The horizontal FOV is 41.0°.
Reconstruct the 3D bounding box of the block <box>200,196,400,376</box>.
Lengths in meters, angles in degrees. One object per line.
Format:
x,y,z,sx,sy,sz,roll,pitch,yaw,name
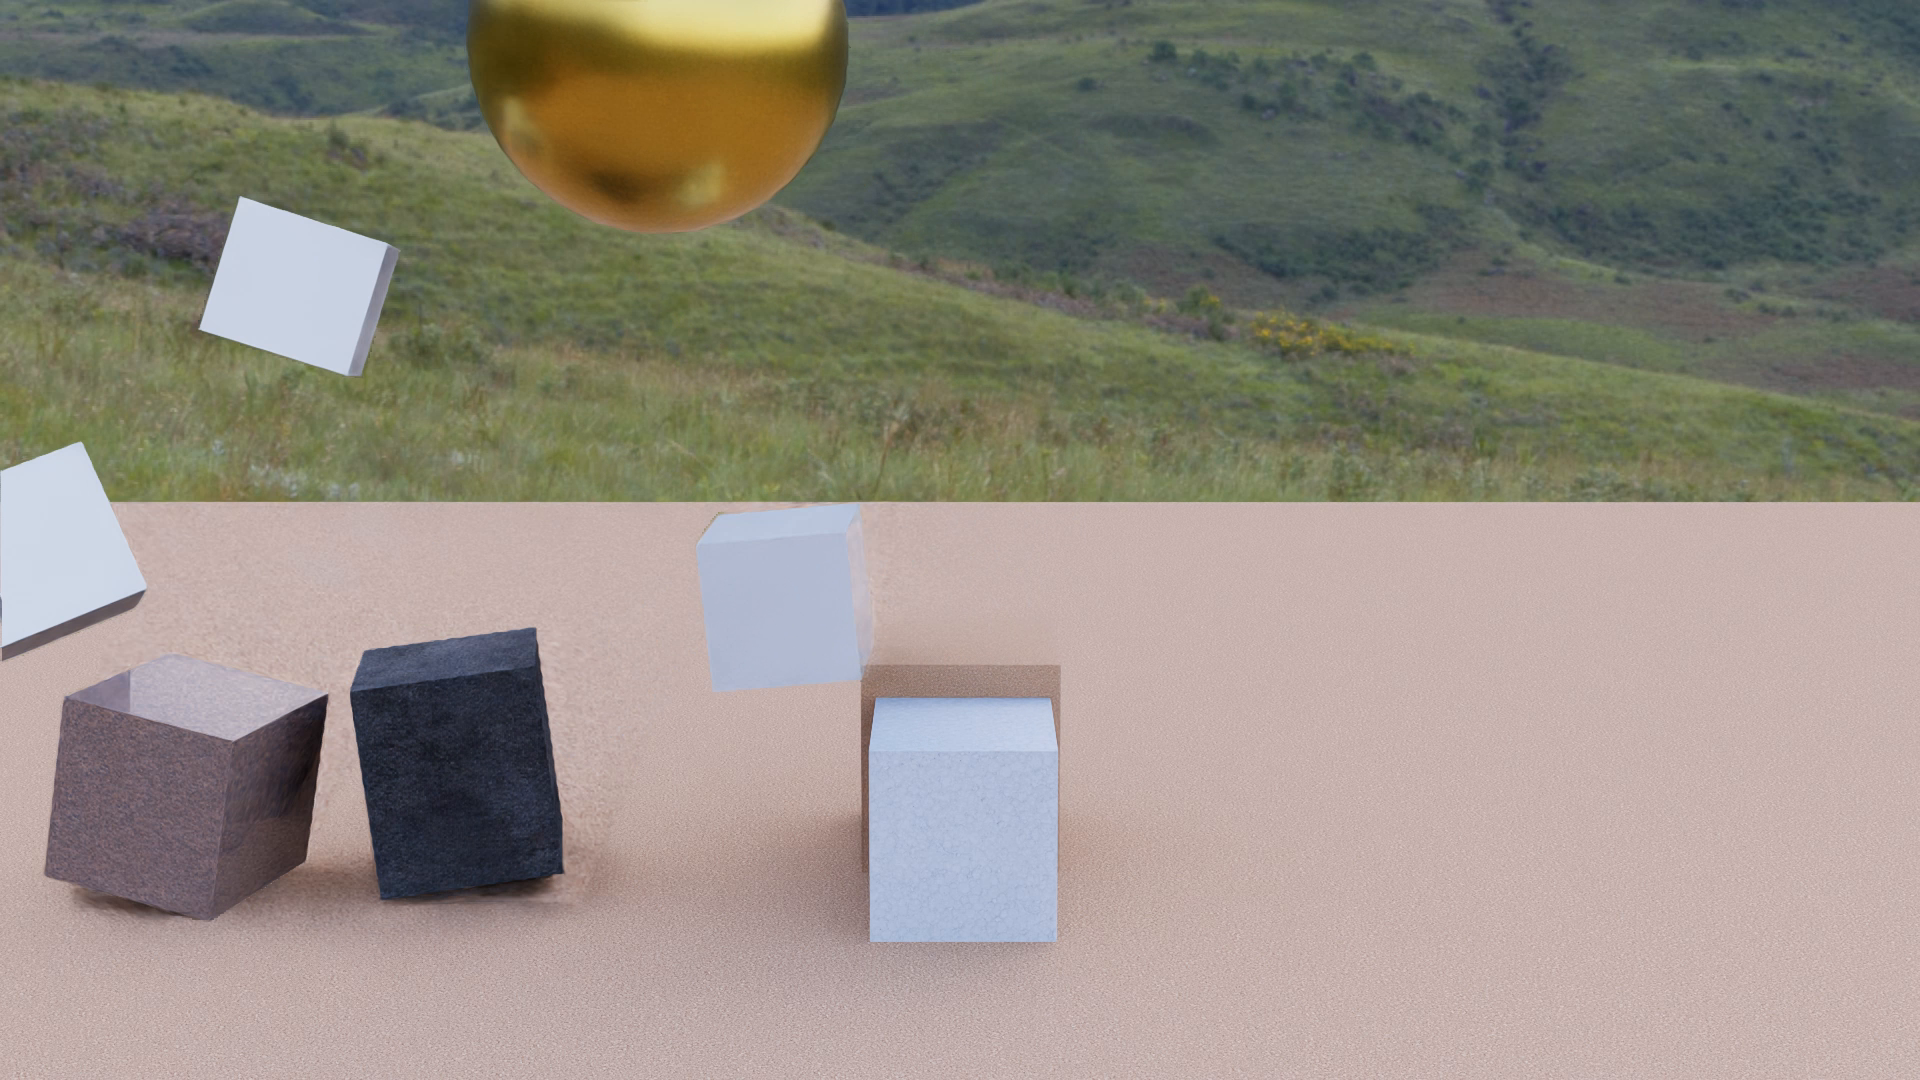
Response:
-2.781,-1.062,10.850,0.623,0.572,0.528,17,1,-8,block

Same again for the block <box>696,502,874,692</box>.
-0.754,0.243,11.274,0.640,0.646,0.726,-5,10,3,block

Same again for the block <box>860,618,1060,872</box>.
0.004,0.926,11.820,0.878,0.949,0.990,0,10,0,block

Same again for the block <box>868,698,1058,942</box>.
0.014,1.169,10.885,0.765,0.806,0.903,0,10,0,block

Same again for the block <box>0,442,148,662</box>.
-4.141,0.087,11.372,0.763,0.701,0.757,-24,2,-23,block

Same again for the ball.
-1.265,-2.090,10.800,1.600,1.600,1.600,0,10,0,ball

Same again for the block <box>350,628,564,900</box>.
-2.213,0.971,11.375,0.777,0.920,0.896,-8,10,-8,block

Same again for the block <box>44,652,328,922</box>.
-3.349,1.054,11.155,0.780,0.803,0.862,13,13,10,block
